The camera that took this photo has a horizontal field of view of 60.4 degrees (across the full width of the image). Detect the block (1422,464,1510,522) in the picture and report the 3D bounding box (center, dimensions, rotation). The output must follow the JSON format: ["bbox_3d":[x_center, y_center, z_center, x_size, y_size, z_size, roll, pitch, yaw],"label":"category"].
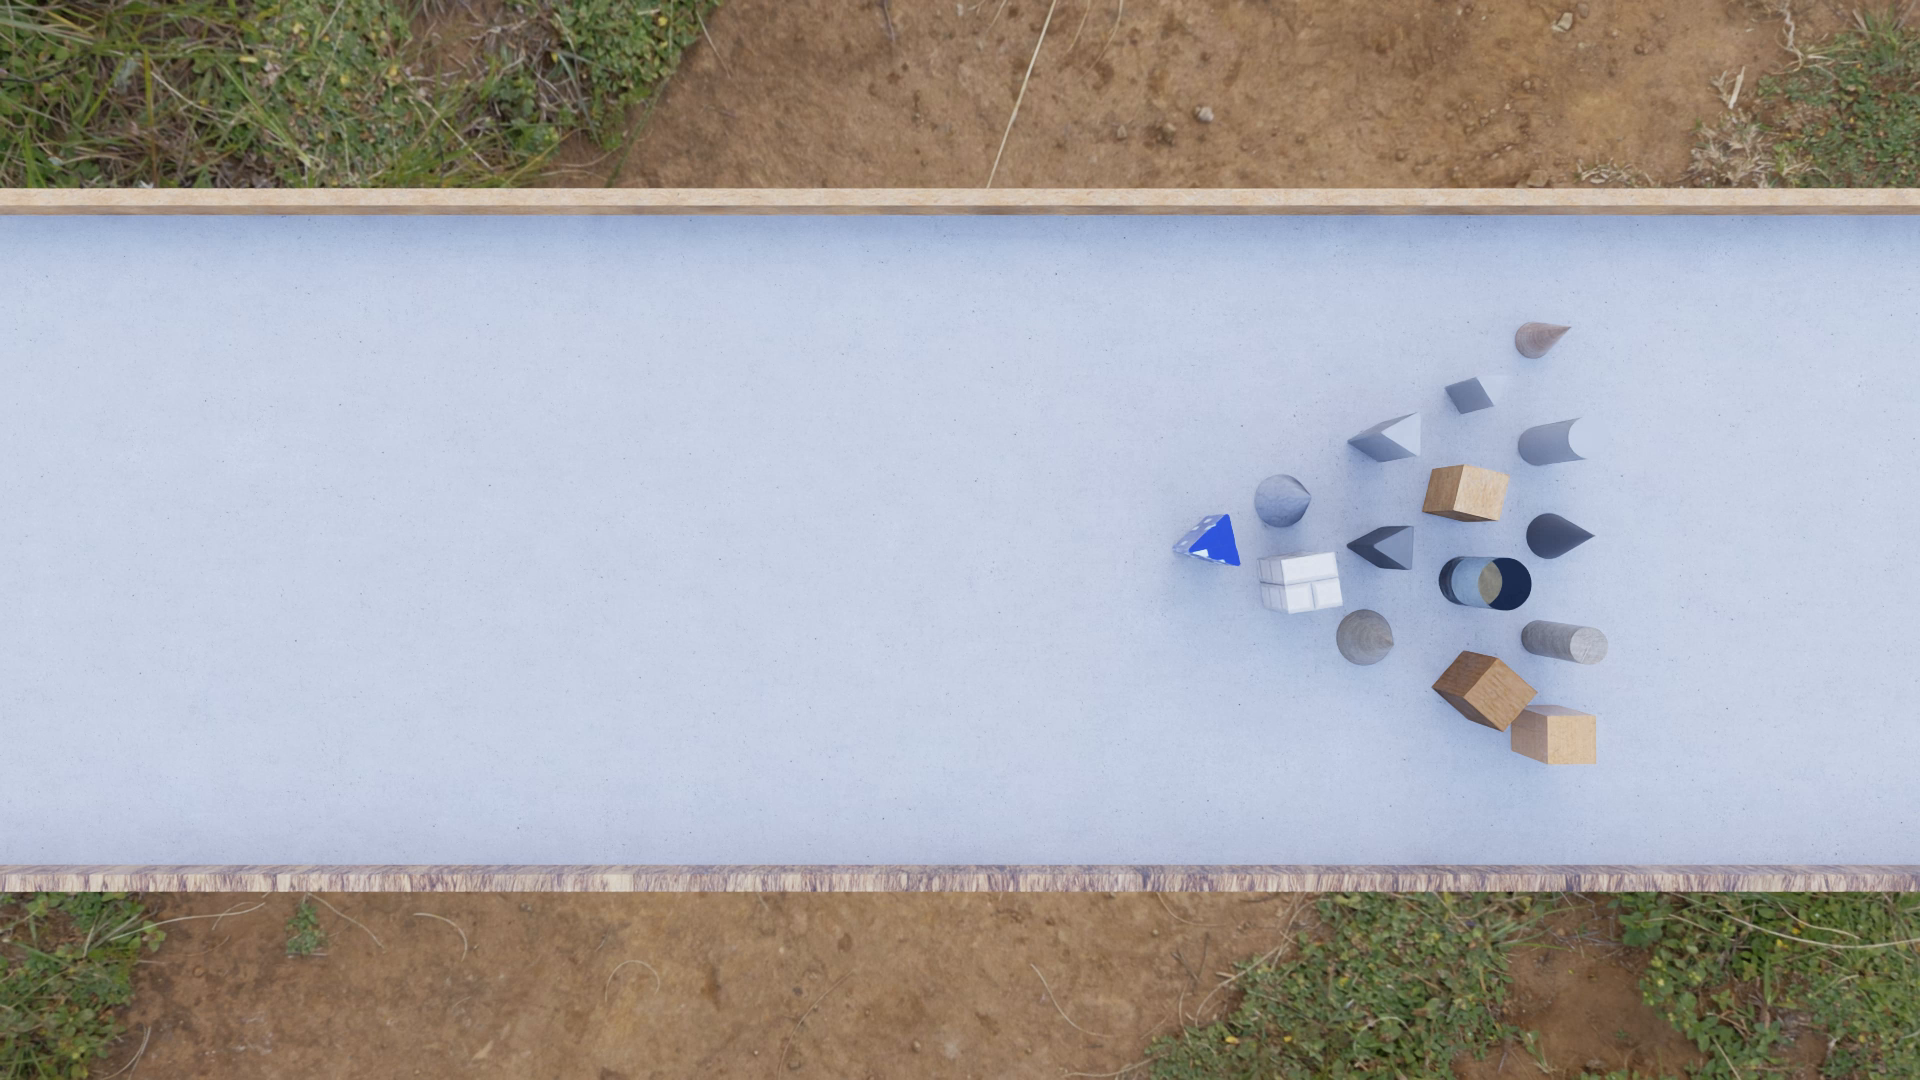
[{"bbox_3d":[1.504,-0.137,4.915,0.136,0.323,0.136,14,90,0],"label":"block"}]

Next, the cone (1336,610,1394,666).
[{"bbox_3d":[1.245,0.300,4.902,0.173,0.349,0.173,0,90,0],"label":"cone"}]

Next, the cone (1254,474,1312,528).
[{"bbox_3d":[0.988,-0.121,4.851,0.165,0.451,0.165,0,90,0],"label":"cone"}]

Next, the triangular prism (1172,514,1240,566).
[{"bbox_3d":[0.745,-0.012,4.892,0.152,0.369,0.132,17,90,0],"label":"triangular prism"}]

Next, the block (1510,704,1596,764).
[{"bbox_3d":[1.766,0.577,4.917,0.140,0.318,0.140,-1,90,0],"label":"block"}]

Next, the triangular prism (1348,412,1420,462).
[{"bbox_3d":[1.272,-0.316,4.868,0.123,0.417,0.106,32,90,0],"label":"triangular prism"}]

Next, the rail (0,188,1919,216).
[{"bbox_3d":[-2.247,-1.025,5.002,12.000,0.150,0.050,0,90,0],"label":"rail"}]

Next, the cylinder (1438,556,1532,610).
[{"bbox_3d":[1.549,0.125,4.882,0.153,0.388,0.153,0,90,0],"label":"cylinder"}]

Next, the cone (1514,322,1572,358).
[{"bbox_3d":[1.765,-0.615,4.915,0.115,0.322,0.115,0,90,0],"label":"cone"}]

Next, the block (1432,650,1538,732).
[{"bbox_3d":[1.557,0.446,4.913,0.152,0.328,0.152,41,90,0],"label":"block"}]

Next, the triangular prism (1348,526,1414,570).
[{"bbox_3d":[1.272,0.006,4.907,0.126,0.339,0.109,33,90,0],"label":"triangular prism"}]

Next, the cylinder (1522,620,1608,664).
[{"bbox_3d":[1.781,0.300,4.872,0.108,0.409,0.108,0,90,0],"label":"cylinder"}]

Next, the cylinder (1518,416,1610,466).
[{"bbox_3d":[1.778,-0.290,4.866,0.121,0.420,0.121,0,90,0],"label":"cylinder"}]

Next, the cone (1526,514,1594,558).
[{"bbox_3d":[1.813,-0.012,4.892,0.141,0.369,0.141,0,90,0],"label":"cone"}]

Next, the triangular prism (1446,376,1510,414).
[{"bbox_3d":[1.554,-0.452,4.917,0.085,0.319,0.098,-32,90,0],"label":"triangular prism"}]

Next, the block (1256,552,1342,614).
[{"bbox_3d":[1.001,0.122,4.884,0.154,0.385,0.154,-9,90,0],"label":"block"}]

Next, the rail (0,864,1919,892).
[{"bbox_3d":[-2.247,1.025,5.001,12.000,0.150,0.050,0,90,0],"label":"rail"}]
